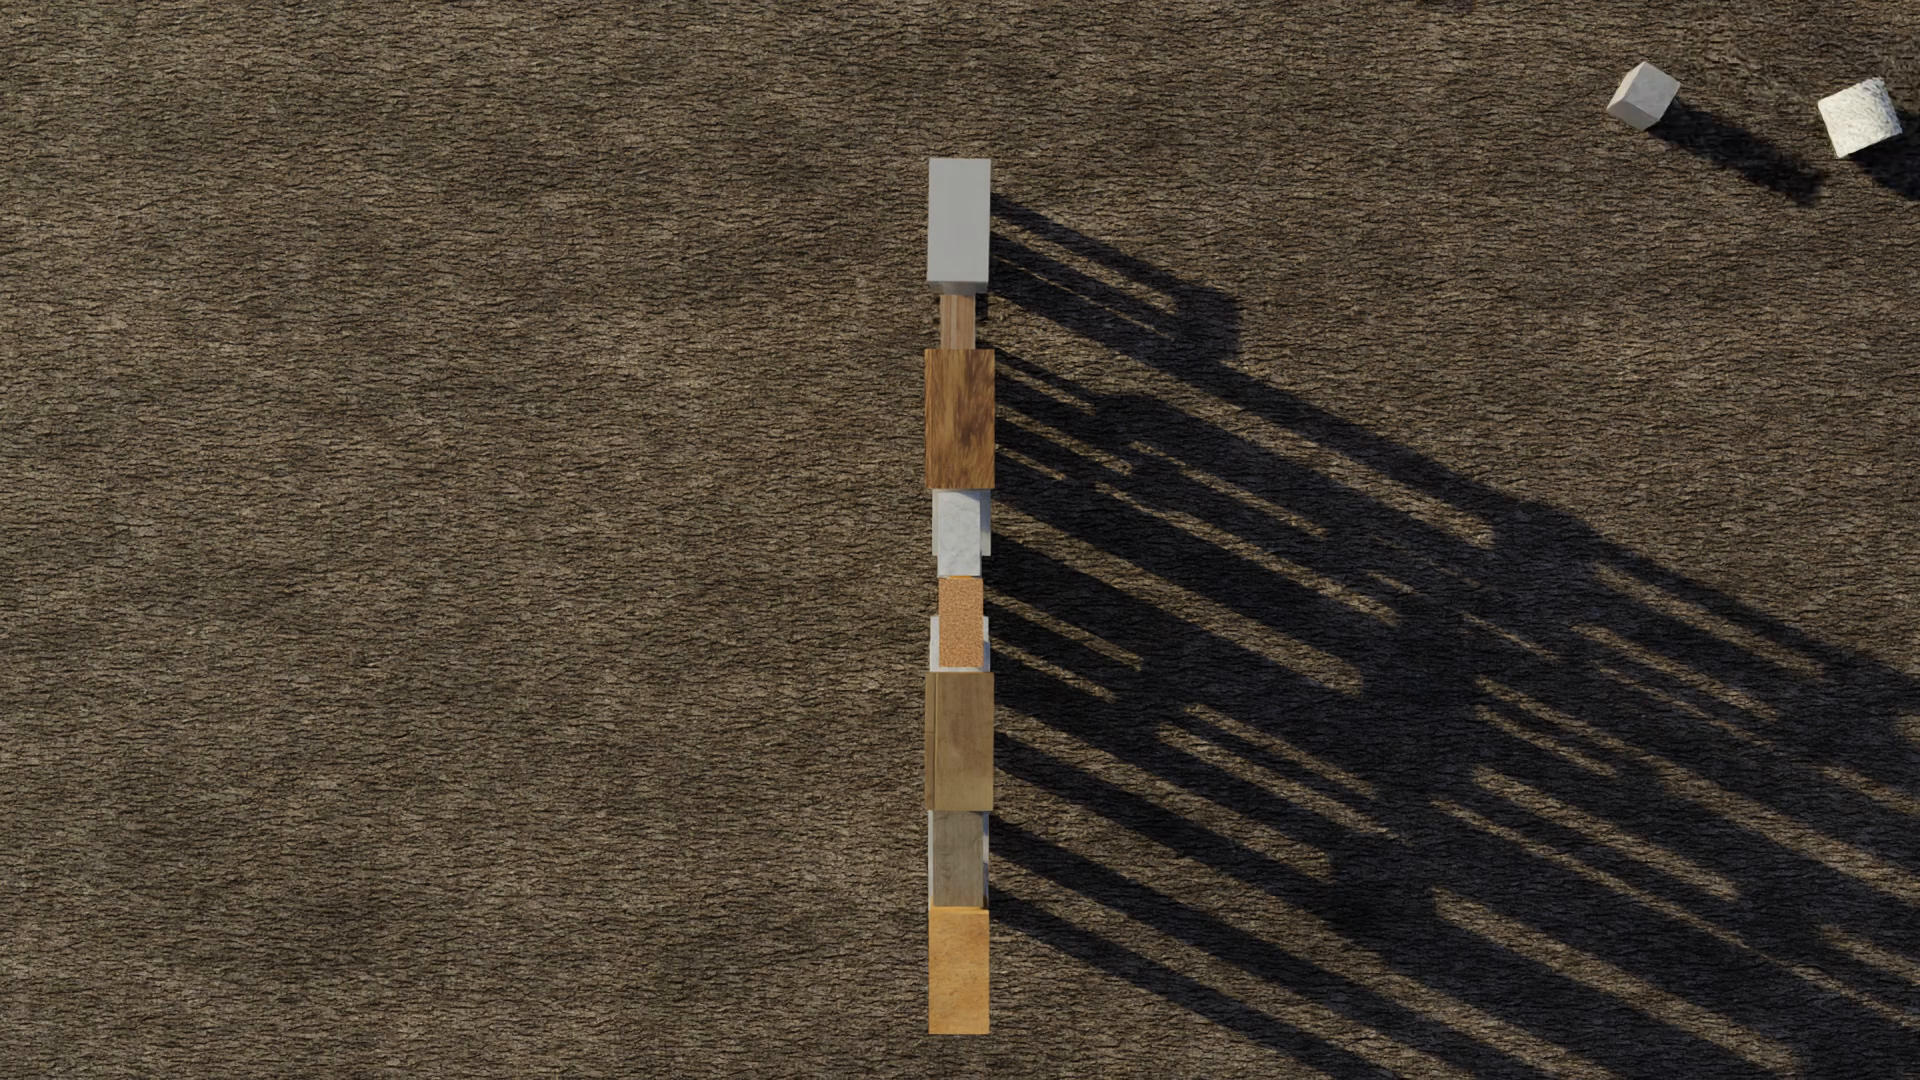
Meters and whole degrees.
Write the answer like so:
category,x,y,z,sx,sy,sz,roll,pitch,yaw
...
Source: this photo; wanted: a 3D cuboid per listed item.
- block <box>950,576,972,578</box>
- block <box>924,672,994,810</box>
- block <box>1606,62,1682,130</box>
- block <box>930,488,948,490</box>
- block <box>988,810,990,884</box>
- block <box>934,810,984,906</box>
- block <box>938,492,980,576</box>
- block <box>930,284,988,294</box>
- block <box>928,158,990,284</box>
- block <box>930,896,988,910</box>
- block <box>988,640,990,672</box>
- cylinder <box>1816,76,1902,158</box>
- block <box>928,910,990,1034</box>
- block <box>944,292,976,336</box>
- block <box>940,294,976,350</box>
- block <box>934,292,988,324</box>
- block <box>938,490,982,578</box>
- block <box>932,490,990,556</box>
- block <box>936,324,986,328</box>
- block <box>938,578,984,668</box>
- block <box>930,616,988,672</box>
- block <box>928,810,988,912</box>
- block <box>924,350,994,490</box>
category,x,y,z,sx,sy,sz,roll,pitch,yaw
block,0.003,0.138,4.666,0.060,0.017,0.121,0,90,0
block,-0.002,0.489,4.020,0.166,0.047,0.332,0,90,0
block,2.249,-1.459,5.429,0.141,0.141,0.141,31,90,0
block,-0.001,-0.304,4.569,0.164,0.046,0.328,0,90,0
block,-0.002,0.815,4.754,0.172,0.049,0.344,0,90,0
block,-0.005,0.784,4.102,0.124,0.035,0.247,0,90,0
block,-0.002,-0.015,4.323,0.109,0.031,0.218,0,90,0
block,-0.003,-0.738,4.590,0.162,0.375,0.046,1,90,0
block,-0.002,-0.846,4.378,0.162,0.046,0.325,1,90,0
block,-0.002,0.962,4.219,0.147,0.294,0.042,0,90,0
block,0.000,0.465,4.751,0.173,0.049,0.347,0,90,0
cylinder,2.947,-1.385,5.402,0.196,0.196,0.196,-22,90,0
block,-0.002,1.060,4.052,0.147,0.042,0.294,0,90,0
block,-0.002,-0.673,4.790,0.092,0.026,0.184,1,90,0
block,-0.006,-0.583,4.573,0.095,0.027,0.191,0,90,0
block,0.002,-0.824,5.011,0.163,0.046,0.327,0,90,0
block,-0.001,-0.019,4.813,0.129,0.037,0.258,0,90,0
block,0.005,-0.131,5.115,0.180,0.051,0.359,0,90,0
block,0.001,-0.717,5.198,0.163,0.327,0.046,0,90,0
block,0.003,0.207,4.139,0.111,0.031,0.221,0,90,0
block,-0.001,0.357,4.398,0.153,0.043,0.307,0,90,0
block,-0.004,0.838,4.389,0.159,0.045,0.318,0,90,0
block,-0.001,-0.305,4.170,0.175,0.050,0.350,0,90,0
